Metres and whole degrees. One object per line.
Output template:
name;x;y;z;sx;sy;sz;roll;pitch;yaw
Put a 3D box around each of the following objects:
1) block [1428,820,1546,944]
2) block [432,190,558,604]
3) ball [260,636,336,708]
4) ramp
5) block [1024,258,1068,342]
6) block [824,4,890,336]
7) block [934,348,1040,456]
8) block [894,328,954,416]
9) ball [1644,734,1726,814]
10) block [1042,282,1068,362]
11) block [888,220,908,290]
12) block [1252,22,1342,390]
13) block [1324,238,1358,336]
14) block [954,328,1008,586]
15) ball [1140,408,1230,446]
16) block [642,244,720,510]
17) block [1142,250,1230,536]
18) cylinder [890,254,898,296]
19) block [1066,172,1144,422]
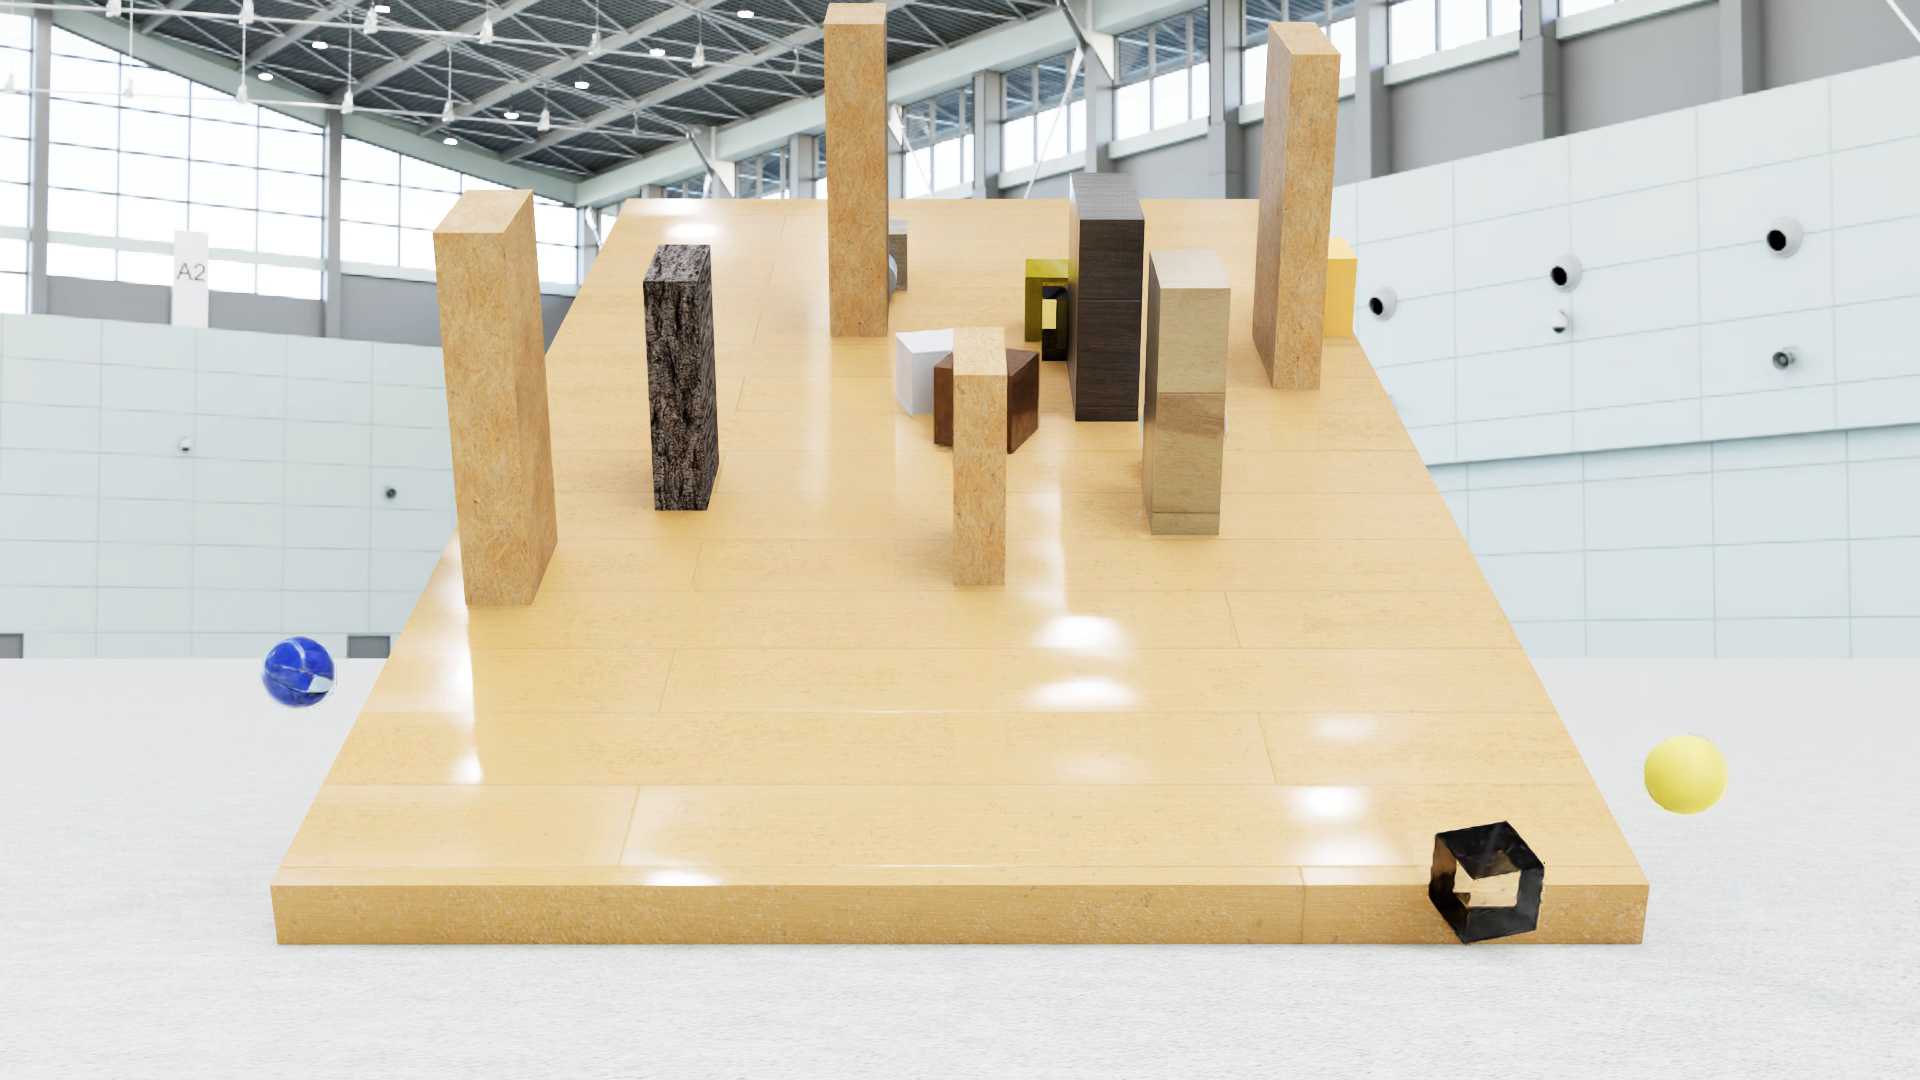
block;0.743;0.483;3.259;0.112;0.112;0.112;-8;30;-14
block;-0.850;-0.264;4.254;0.123;0.704;0.305;0;23;0
ball;-1.232;0.247;4.293;0.134;0.134;0.134;0;-3;0
ramp;-0.007;-0.224;5.207;2.000;0.100;4.000;0;23;0
block;0.245;-0.599;5.764;0.165;0.165;0.165;1;23;2
block;-0.253;-0.920;5.739;0.142;0.773;0.290;0;23;0
block;0.059;-0.311;5.052;0.180;0.180;0.180;8;24;19
block;-0.056;-0.383;5.263;0.151;0.151;0.151;-6;23;-14
ball;1.168;0.378;3.715;0.128;0.128;0.128;0;-3;0
block;0.277;-0.533;5.618;0.154;0.154;0.154;1;23;2
block;-0.217;-0.764;6.169;0.154;0.154;0.154;0;23;0
block;0.785;-0.789;5.424;0.109;0.780;0.403;0;23;0
block;0.878;-0.639;5.815;0.201;0.201;0.201;0;23;-1
block;0.036;-0.162;4.388;0.097;0.416;0.288;0;23;0
ball;0.474;-0.238;4.869;0.188;0.188;0.188;0;-3;0
block;-0.567;-0.334;4.713;0.106;0.482;0.271;0;23;0
block;0.446;-0.296;4.595;0.133;0.507;0.274;0;23;0
cylinder;-0.222;-0.693;6.053;0.114;0.114;0.114;0;25;2
block;0.329;-0.563;5.287;0.141;0.465;0.427;0;23;0
